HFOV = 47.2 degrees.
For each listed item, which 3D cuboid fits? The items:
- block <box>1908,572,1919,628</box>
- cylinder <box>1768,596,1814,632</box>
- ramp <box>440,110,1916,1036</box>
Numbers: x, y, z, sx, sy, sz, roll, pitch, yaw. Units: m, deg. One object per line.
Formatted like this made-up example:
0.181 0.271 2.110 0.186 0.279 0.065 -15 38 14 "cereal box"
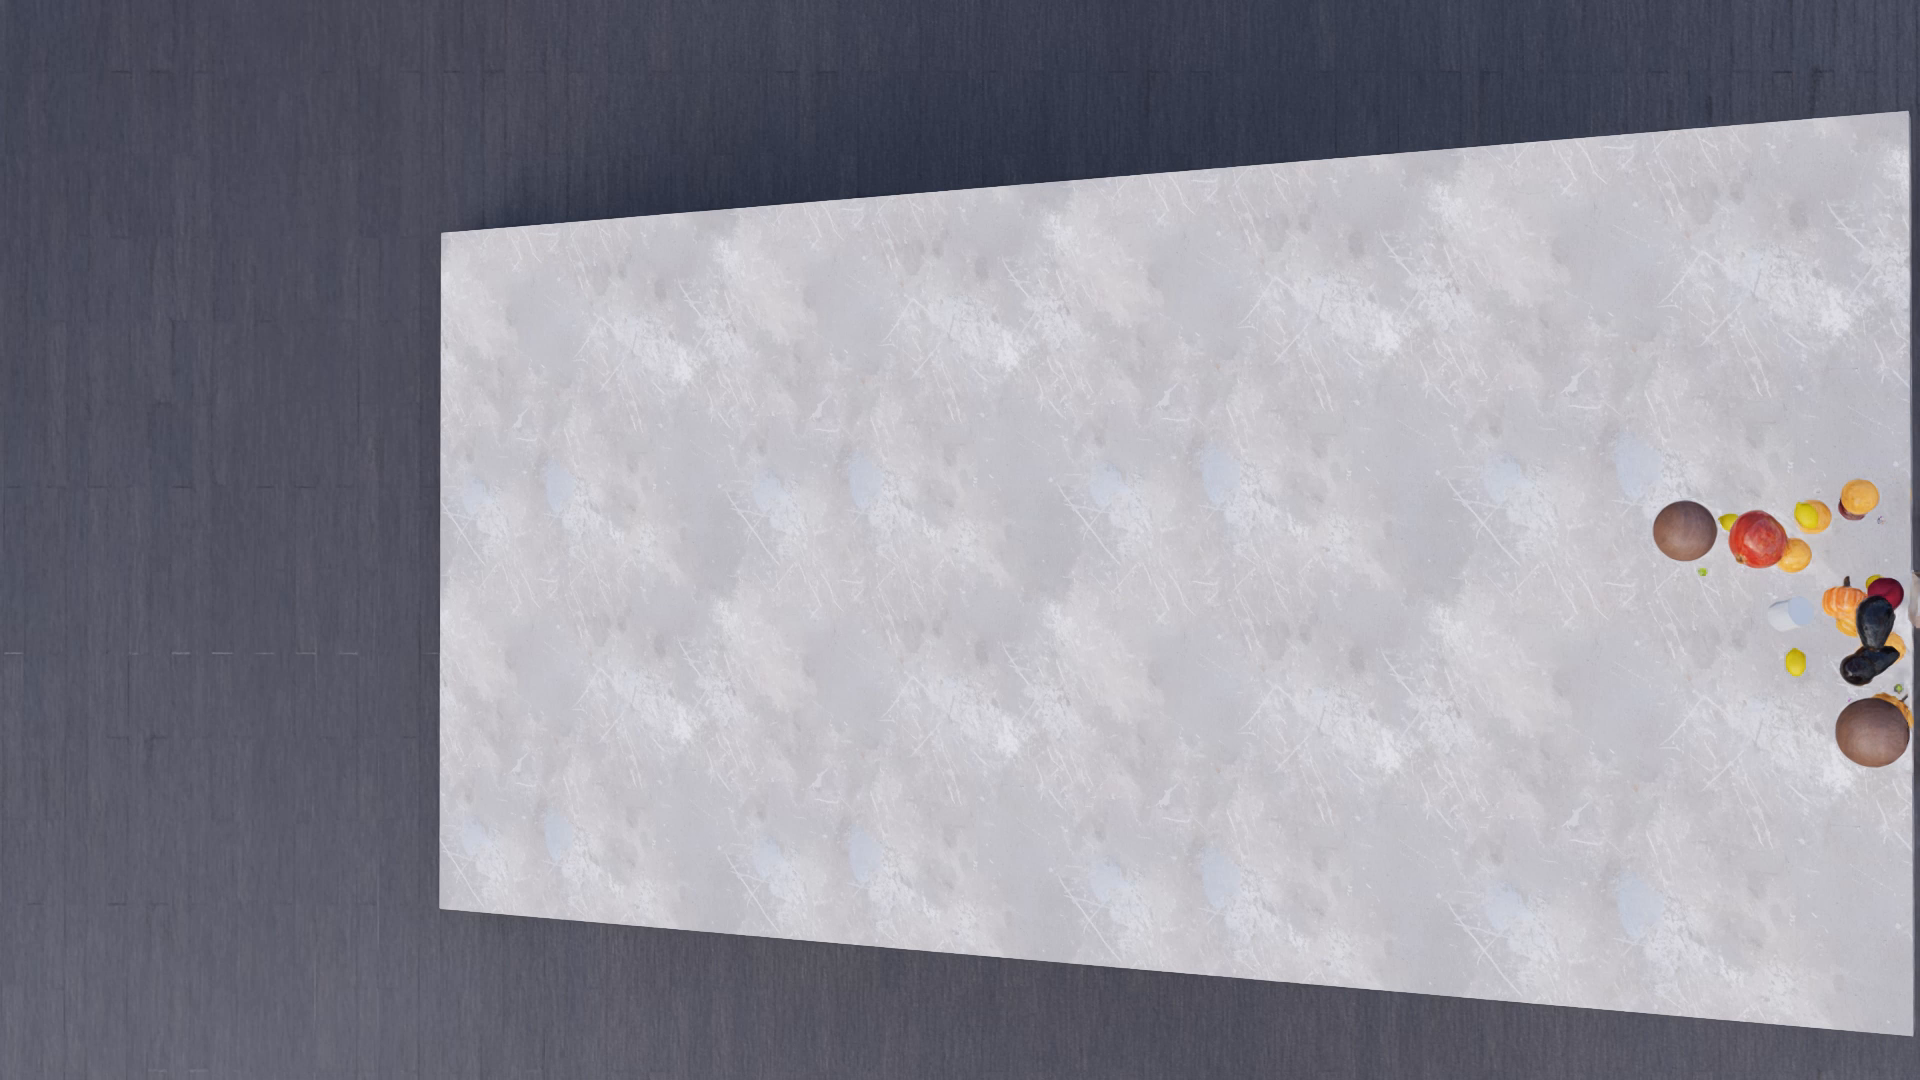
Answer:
1.890 0.118 4.244 0.091 0.091 0.091 5 101 13 "block"
1.613 0.143 4.270 0.060 0.060 0.060 4 77 -17 "cylinder"
0.281 0.080 5.676 4.000 0.100 2.000 0 89 26 "ramp"
